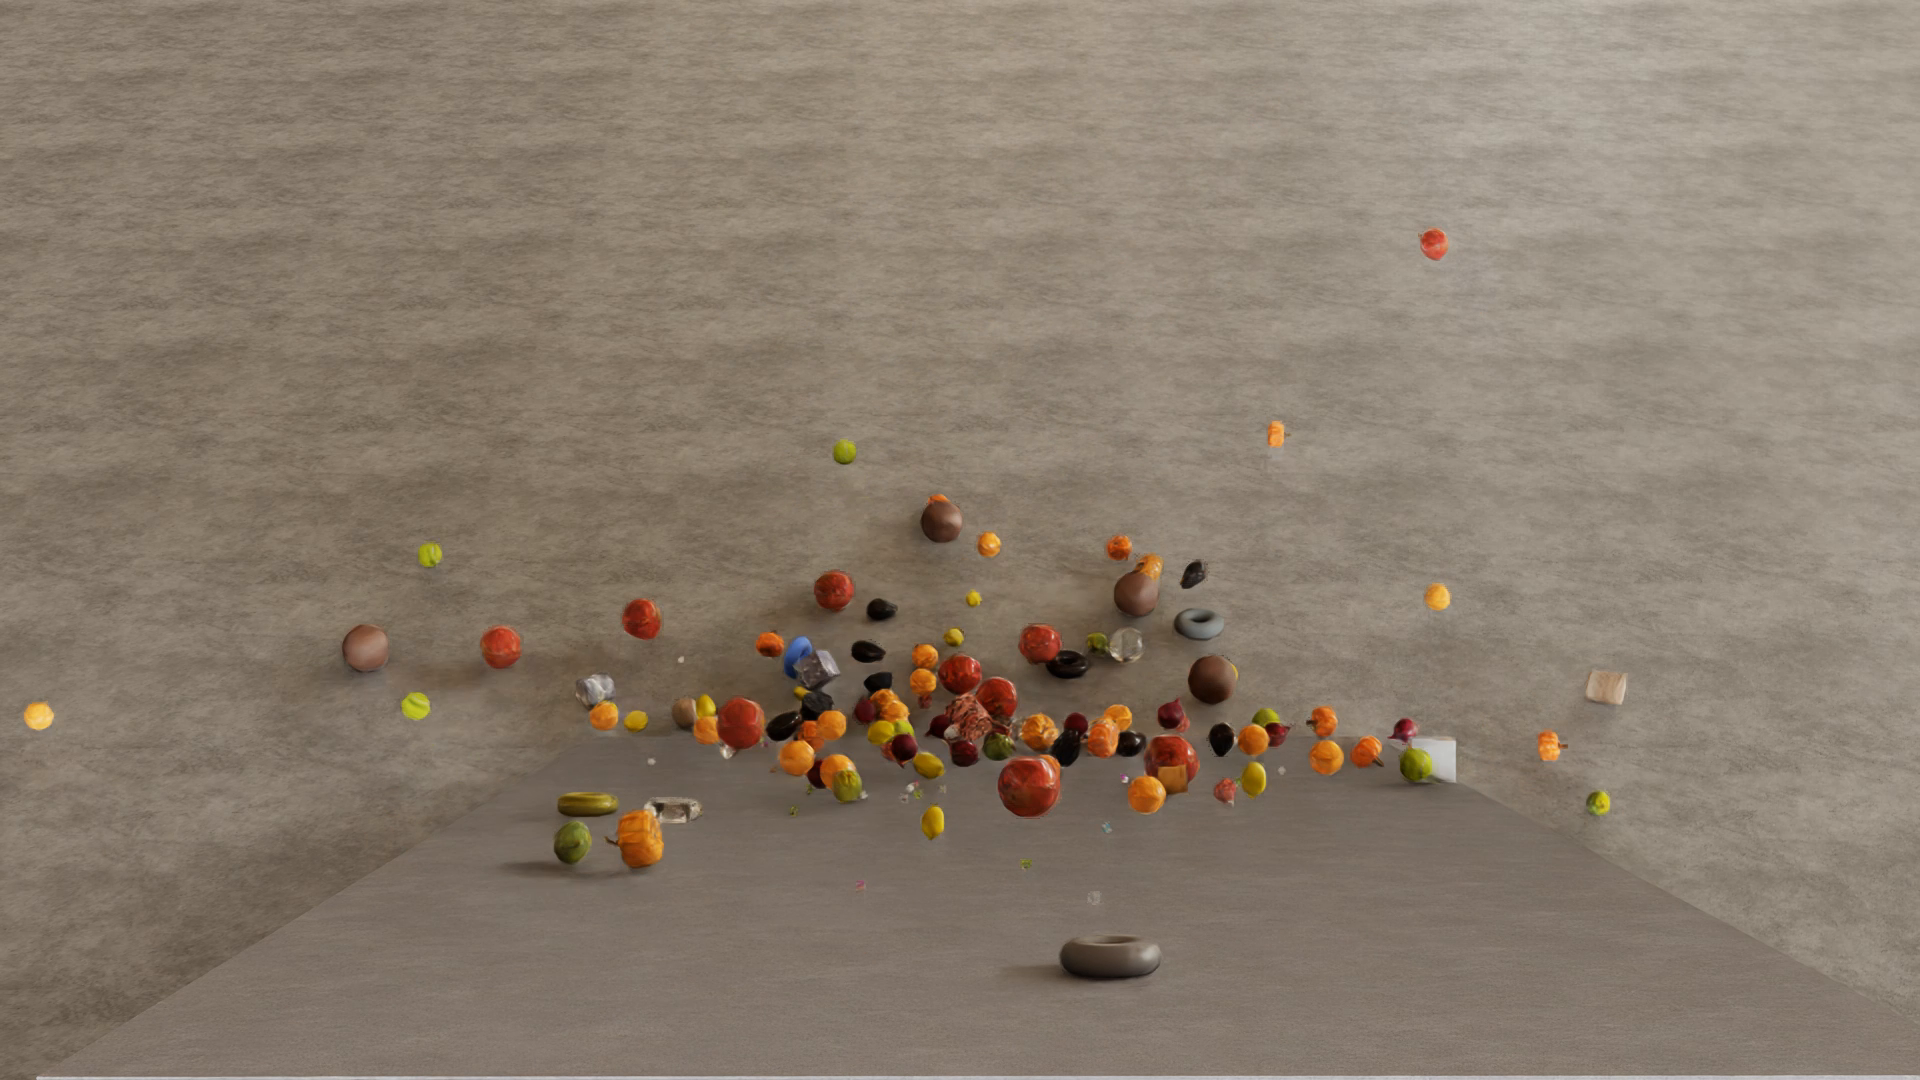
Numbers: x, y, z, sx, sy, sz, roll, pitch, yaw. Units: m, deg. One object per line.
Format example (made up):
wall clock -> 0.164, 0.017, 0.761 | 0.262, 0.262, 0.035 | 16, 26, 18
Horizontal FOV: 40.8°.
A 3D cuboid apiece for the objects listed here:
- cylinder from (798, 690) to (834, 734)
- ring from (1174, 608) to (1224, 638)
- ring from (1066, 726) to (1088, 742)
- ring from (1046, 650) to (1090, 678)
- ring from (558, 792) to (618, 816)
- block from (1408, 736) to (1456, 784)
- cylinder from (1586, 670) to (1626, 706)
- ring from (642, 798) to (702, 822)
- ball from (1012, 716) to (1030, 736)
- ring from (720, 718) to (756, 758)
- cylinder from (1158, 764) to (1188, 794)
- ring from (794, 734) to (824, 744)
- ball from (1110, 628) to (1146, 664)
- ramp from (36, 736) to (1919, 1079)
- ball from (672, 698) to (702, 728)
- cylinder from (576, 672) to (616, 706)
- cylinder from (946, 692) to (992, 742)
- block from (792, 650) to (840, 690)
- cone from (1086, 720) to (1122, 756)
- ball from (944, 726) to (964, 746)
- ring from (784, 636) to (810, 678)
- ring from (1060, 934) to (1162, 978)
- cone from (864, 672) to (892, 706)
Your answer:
cylinder -> -0.379, 0.453, 6.786 | 0.080, 0.080, 0.080 | 9, 39, -7
ring -> 0.671, 0.234, 7.253 | 0.139, 0.046, 0.139 | -1, 25, 0
ring -> 0.318, 0.488, 6.498 | 0.104, 0.035, 0.104 | -3, 1, 0
ring -> 0.294, 0.339, 7.065 | 0.119, 0.040, 0.119 | 1, 28, -1
ring -> -0.706, 0.502, 4.908 | 0.117, 0.039, 0.117 | 0, -1, 0
block -> 1.006, 0.468, 5.519 | 0.092, 0.092, 0.092 | 0, 1, 5
cylinder -> 1.726, 0.394, 6.907 | 0.084, 0.084, 0.084 | 10, 29, 28
ring -> -0.535, 0.504, 4.815 | 0.111, 0.037, 0.111 | 0, 2, 0
ball -> 0.156, 0.477, 6.625 | 0.053, 0.053, 0.053 | 0, 28, 0
ring -> -0.500, 0.447, 5.821 | 0.036, 0.108, 0.108 | 44, 34, -5
cylinder -> 0.429, 0.483, 5.200 | 0.055, 0.055, 0.055 | -7, 28, 8
ring -> -0.375, 0.493, 6.411 | 0.077, 0.026, 0.077 | -1, -1, 0
ball -> 0.460, 0.289, 7.094 | 0.100, 0.100, 0.100 | 0, 28, 0
ramp -> 0.064, 0.573, 4.616 | 2.000, 0.100, 4.000 | 0, 1, 0
ball -> -0.721, 0.454, 6.812 | 0.078, 0.078, 0.078 | 0, 28, 0
cylinder -> -0.975, 0.399, 6.906 | 0.077, 0.077, 0.077 | -16, 32, -34
cylinder -> 0.020, 0.395, 5.771 | 0.077, 0.077, 0.077 | -20, 53, -32
block -> -0.384, 0.349, 6.931 | 0.078, 0.078, 0.078 | -33, -12, 19
cone -> 0.323, 0.488, 6.121 | 0.090, 0.090, 0.090 | 13, 33, 23
ball -> -0.015, 0.480, 6.329 | 0.053, 0.053, 0.053 | 0, 28, 0
ring -> -0.441, 0.318, 7.013 | 0.039, 0.116, 0.116 | 18, 33, 18
ring -> 0.188, 0.516, 3.206 | 0.126, 0.042, 0.126 | -1, -1, 0
cone -> -0.208, 0.411, 6.933 | 0.083, 0.083, 0.083 | -9, 56, -17
